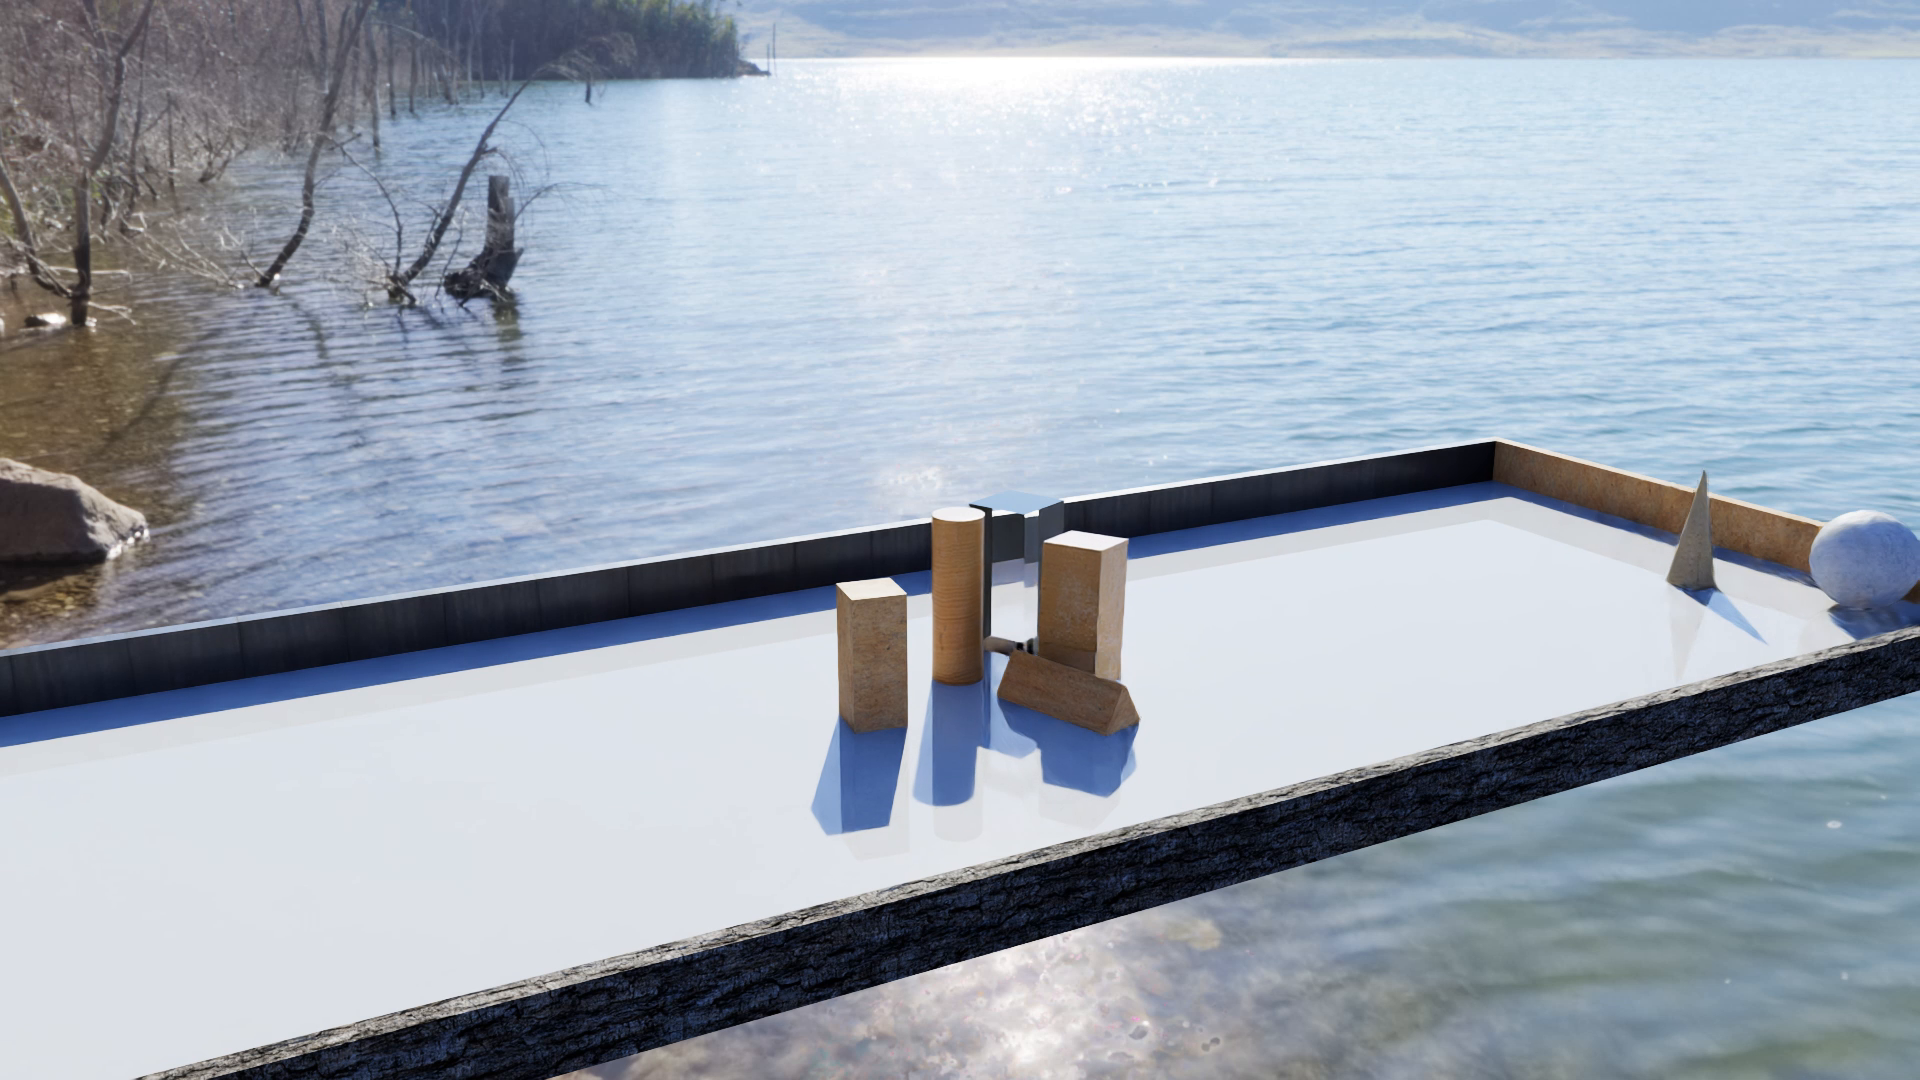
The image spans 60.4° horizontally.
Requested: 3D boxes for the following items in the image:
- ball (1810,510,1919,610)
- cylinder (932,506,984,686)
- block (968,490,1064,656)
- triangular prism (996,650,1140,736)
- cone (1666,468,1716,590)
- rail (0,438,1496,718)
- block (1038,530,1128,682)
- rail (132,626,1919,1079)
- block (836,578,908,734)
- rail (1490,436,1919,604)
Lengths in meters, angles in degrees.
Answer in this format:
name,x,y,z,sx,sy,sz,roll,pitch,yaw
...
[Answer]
name,x,y,z,sx,sy,sz,roll,pitch,yaw
ball,2.561,0.056,4.665,0.281,0.281,0.281,0,16,0
cylinder,-0.005,0.141,4.116,0.130,0.428,0.130,0,16,0
block,0.148,0.089,4.356,0.179,0.393,0.179,12,20,36
triangular prism,0.257,0.353,3.953,0.349,0.107,0.124,15,22,42
cone,2.180,-0.045,4.873,0.138,0.357,0.138,0,16,0
rail,-3.305,0.497,3.399,12.000,0.150,0.050,-9,18,-27
block,0.304,0.176,4.102,0.157,0.359,0.157,9,15,28
rail,-2.336,1.006,1.665,12.000,0.150,0.050,-9,18,-27
block,-0.205,0.269,3.860,0.131,0.326,0.131,-6,17,-19
rail,2.466,-0.048,5.253,0.050,0.150,2.100,-9,18,-27
